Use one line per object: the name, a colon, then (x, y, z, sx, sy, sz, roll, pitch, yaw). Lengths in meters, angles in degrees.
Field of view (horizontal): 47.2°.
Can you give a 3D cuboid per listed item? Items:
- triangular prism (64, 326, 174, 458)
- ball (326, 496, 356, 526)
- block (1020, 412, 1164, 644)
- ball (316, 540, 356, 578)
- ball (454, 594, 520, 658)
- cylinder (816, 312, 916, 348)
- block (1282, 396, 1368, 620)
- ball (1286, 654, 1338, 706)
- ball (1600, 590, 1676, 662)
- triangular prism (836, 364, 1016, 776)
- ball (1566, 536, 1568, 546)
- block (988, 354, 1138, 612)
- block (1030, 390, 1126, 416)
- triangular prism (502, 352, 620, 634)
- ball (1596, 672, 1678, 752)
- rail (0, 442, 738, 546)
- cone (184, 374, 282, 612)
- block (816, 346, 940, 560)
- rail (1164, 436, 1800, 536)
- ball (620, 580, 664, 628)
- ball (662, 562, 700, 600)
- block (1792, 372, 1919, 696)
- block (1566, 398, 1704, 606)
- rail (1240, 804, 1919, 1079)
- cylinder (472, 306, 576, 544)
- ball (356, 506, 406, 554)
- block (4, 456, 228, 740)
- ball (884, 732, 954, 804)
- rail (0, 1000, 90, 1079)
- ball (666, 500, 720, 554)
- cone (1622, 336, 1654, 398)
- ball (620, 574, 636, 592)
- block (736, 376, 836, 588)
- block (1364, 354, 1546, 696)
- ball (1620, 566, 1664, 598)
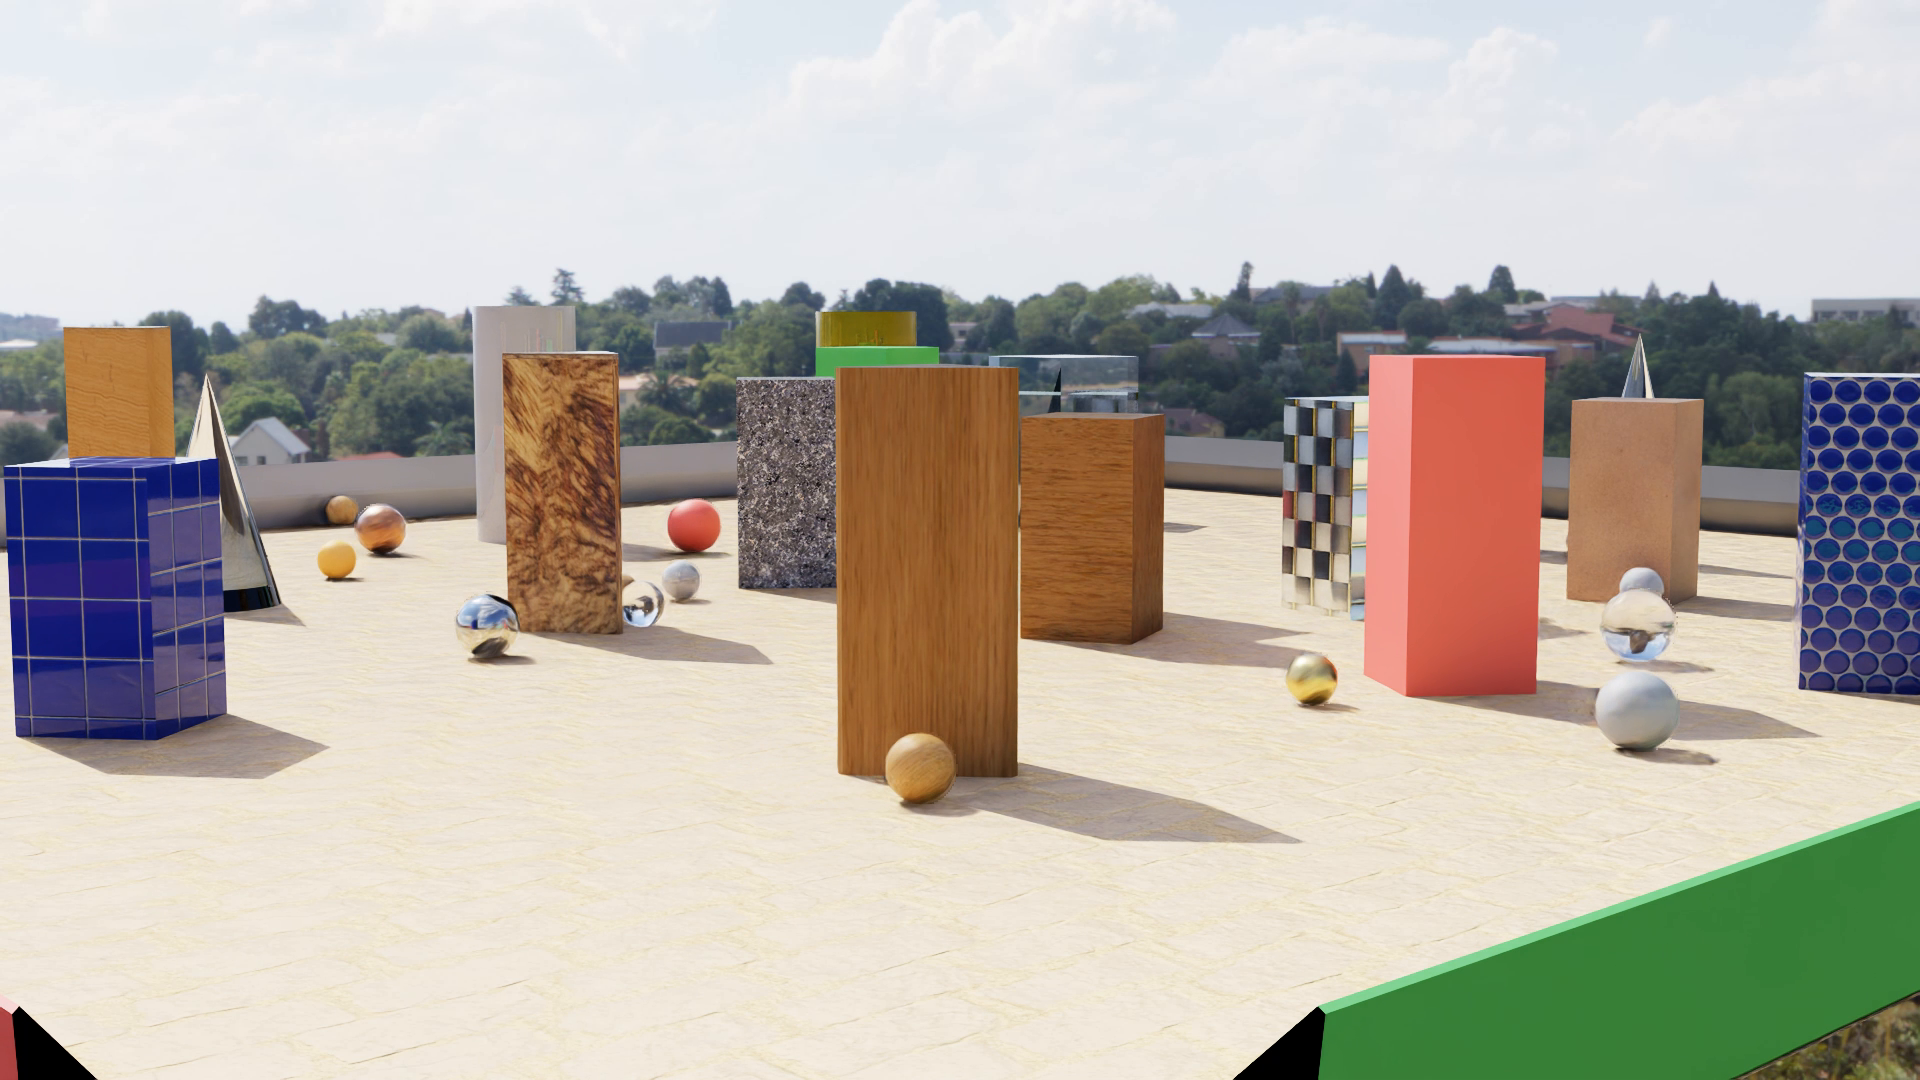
triangular prism: (-1.336, -0.139, 3.594, 0.170, 0.417, 0.147, 2, 6, 20)
ball: (-1.281, -0.060, 4.553, 0.062, 0.062, 0.062, 0, 6, 0)
block: (0.183, -0.020, 3.021, 0.157, 0.301, 0.157, 2, 6, 20)
ball: (-1.037, 0.032, 3.658, 0.064, 0.064, 0.064, 0, 6, 0)
ball: (-0.608, 0.110, 2.826, 0.082, 0.082, 0.082, 0, 6, 0)
cylinder: (-0.182, -0.224, 4.293, 0.197, 0.442, 0.197, 0, 6, 0)
block: (0.590, -0.052, 3.257, 0.157, 0.314, 0.157, -4, 7, -31)
ball: (0.398, 0.157, 2.487, 0.058, 0.058, 0.058, 0, 6, 0)
ball: (0.858, 0.109, 2.784, 0.093, 0.093, 0.093, 0, 6, 0)
triangular prism: (-0.026, 0.024, 2.164, 0.170, 0.391, 0.147, 0, 6, 4)
ball: (1.129, 0.003, 3.997, 0.052, 0.052, 0.052, 0, 6, 0)
block: (0.154, -0.086, 3.285, 0.157, 0.376, 0.157, -5, 8, -40)
block: (0.250, -0.179, 4.674, 0.157, 0.272, 0.157, 3, 7, 24)
triangular prism: (-0.531, -0.071, 3.102, 0.170, 0.386, 0.147, 2, 6, 14)
ball: (0.685, 0.173, 2.228, 0.081, 0.081, 0.081, 0, 6, 0)
rail: (-1.226, -0.105, 4.653, 3.805, 0.128, 0.045, -5, 8, -42)
cone: (-1.130, -0.076, 3.317, 0.197, 0.350, 0.197, 0, 6, 0)
block: (-0.147, -0.156, 3.943, 0.157, 0.379, 0.157, 4, 7, 35)
rail: (1.381, -0.099, 4.599, 0.045, 0.128, 3.662, -5, 8, -42)
ball: (-0.448, 0.090, 3.095, 0.066, 0.066, 0.066, 0, 6, 0)
ball: (-0.430, 0.062, 3.390, 0.060, 0.060, 0.060, 0, 6, 0)
block: (1.087, -0.012, 2.621, 0.157, 0.368, 0.157, 2, 6, 18)
block: (1.045, -0.063, 3.403, 0.157, 0.307, 0.157, 4, 7, 33)
rail: (1.226, 0.171, 2.011, 3.805, 0.128, 0.045, -5, 8, -42)
cylinder: (-0.843, -0.227, 4.275, 0.197, 0.452, 0.197, 0, 6, 0)
ball: (-1.060, -0.019, 4.029, 0.089, 0.089, 0.089, 0, 6, 0)
block: (-0.901, 0.058, 2.357, 0.157, 0.283, 0.157, 1, 6, 8)
ball: (-0.036, 0.206, 1.993, 0.064, 0.064, 0.064, 0, 6, 0)
rail: (-1.381, 0.166, 2.065, 0.045, 0.128, 3.662, -5, 8, -42)
ball: (-0.489, -0.025, 4.040, 0.098, 0.098, 0.098, 0, 6, 0)
cone: (1.190, -0.161, 3.869, 0.197, 0.405, 0.197, 0, 6, 0)
ball: (-0.502, 0.078, 3.253, 0.057, 0.057, 0.057, 0, 6, 0)
block: (-0.284, -0.097, 3.591, 0.157, 0.334, 0.157, -1, 6, -5)
block: (0.583, -0.022, 2.608, 0.157, 0.390, 0.157, -1, 6, -7)
ball: (1.019, 0.071, 3.289, 0.063, 0.063, 0.063, 0, 6, 0)
